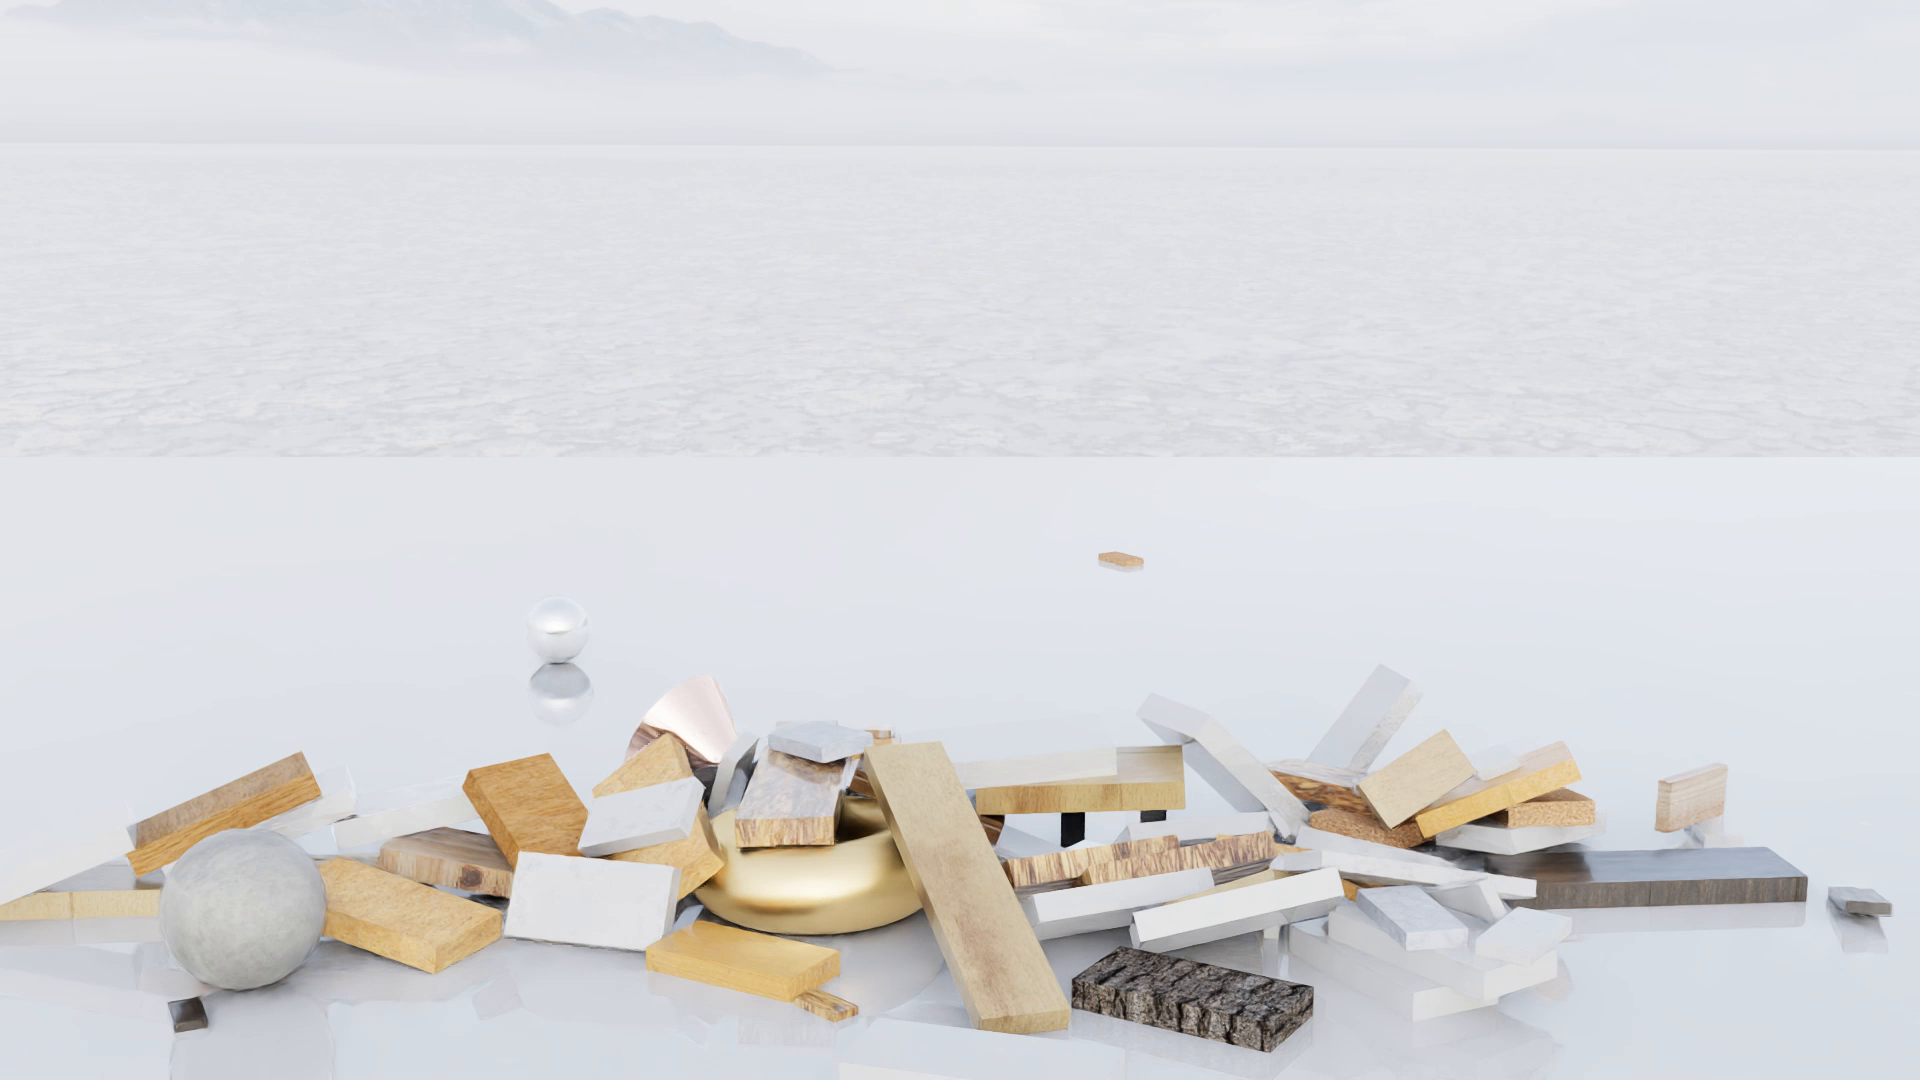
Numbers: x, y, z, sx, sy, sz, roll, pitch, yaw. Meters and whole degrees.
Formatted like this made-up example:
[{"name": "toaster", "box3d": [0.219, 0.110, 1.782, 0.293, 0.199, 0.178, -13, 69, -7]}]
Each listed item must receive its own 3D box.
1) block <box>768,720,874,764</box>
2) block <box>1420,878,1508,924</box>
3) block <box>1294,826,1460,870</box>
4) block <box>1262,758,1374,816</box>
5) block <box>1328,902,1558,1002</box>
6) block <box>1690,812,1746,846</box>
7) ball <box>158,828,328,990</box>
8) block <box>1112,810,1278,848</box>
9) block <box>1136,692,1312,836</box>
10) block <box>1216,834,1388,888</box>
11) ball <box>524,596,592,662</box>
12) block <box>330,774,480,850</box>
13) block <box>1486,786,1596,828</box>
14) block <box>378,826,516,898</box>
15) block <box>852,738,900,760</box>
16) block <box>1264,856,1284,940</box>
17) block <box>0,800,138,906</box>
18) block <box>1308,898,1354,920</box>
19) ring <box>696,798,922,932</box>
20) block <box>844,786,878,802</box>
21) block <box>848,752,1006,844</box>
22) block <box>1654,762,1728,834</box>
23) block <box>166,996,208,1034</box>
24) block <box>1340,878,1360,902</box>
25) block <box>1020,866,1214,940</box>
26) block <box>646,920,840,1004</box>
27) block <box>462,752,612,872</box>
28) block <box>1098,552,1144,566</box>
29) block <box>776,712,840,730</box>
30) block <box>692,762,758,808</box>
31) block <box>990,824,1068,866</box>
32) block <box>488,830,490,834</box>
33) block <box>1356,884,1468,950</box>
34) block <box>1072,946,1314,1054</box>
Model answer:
[{"name": "block", "box3d": [-0.247, 0.354, 3.874, 0.102, 0.029, 0.204, -13, 9, -31]}, {"name": "block", "box3d": [0.763, 0.564, 3.347, 0.023, 0.082, 0.165, -24, -2, -30]}, {"name": "block", "box3d": [0.708, 0.539, 3.683, 0.263, 0.037, 0.131, 9, -15, 39]}, {"name": "block", "box3d": [0.683, 0.449, 4.001, 0.282, 0.040, 0.141, 9, 7, 41]}, {"name": "block", "box3d": [0.713, 0.598, 3.265, 0.154, 0.044, 0.309, -7, 13, -34]}, {"name": "block", "box3d": [1.366, 0.522, 3.981, 0.070, 0.020, 0.140, 1, 11, 4]}, {"name": "ball", "box3d": [-1.061, 0.545, 3.258, 0.238, 0.238, 0.238, 0, 11, 0]}, {"name": "block", "box3d": [0.396, 0.516, 3.765, 0.263, 0.037, 0.131, -3, -27, -16]}, {"name": "block", "box3d": [0.478, 0.408, 3.898, 0.351, 0.050, 0.175, 43, -14, -29]}, {"name": "block", "box3d": [0.570, 0.542, 3.670, 0.263, 0.037, 0.131, 6, -15, 31]}, {"name": "ball", "box3d": [-0.964, 0.213, 5.261, 0.160, 0.160, 0.160, 0, 11, 0]}, {"name": "block", "box3d": [-0.904, 0.451, 3.735, 0.319, 0.045, 0.159, -11, 9, -18]}, {"name": "block", "box3d": [1.001, 0.463, 3.903, 0.151, 0.043, 0.301, -1, 2, -3]}, {"name": "block", "box3d": [-0.789, 0.539, 3.665, 0.319, 0.045, 0.159, 10, 10, 1]}, {"name": "block", "box3d": [-0.158, 0.426, 4.498, 0.141, 0.020, 0.071, -3, 11, -13]}, {"name": "block", "box3d": [0.507, 0.573, 3.536, 0.023, 0.082, 0.165, 2, 11, 12]}, {"name": "block", "box3d": [-1.492, 0.521, 3.545, 0.313, 0.044, 0.157, -23, 16, -15]}, {"name": "block", "box3d": [0.592, 0.586, 3.519, 0.109, 0.015, 0.054, -5, 12, -26]}, {"name": "ring", "box3d": [-0.235, 0.529, 3.614, 0.428, 0.143, 0.428, 0, 9, 0]}, {"name": "block", "box3d": [-0.138, 0.495, 3.917, 0.268, 0.038, 0.134, 11, 15, 1]}, {"name": "block", "box3d": [-0.053, 0.438, 3.790, 0.268, 0.038, 0.134, 20, 12, 0]}, {"name": "block", "box3d": [1.322, 0.465, 3.974, 0.186, 0.093, 0.026, -8, 14, -40]}, {"name": "block", "box3d": [-1.107, 0.680, 3.149, 0.045, 0.013, 0.091, -5, 12, -25]}, {"name": "block", "box3d": [0.660, 0.575, 3.473, 0.165, 0.023, 0.082, 26, -3, -23]}, {"name": "block", "box3d": [0.228, 0.573, 3.434, 0.308, 0.044, 0.154, -5, -21, -24]}, {"name": "block", "box3d": [-0.328, 0.635, 3.324, 0.263, 0.037, 0.131, 6, 12, 29]}, {"name": "block", "box3d": [-0.671, 0.489, 3.602, 0.155, 0.044, 0.310, -9, 49, -44]}, {"name": "block", "box3d": [0.475, 0.056, 6.494, 0.066, 0.019, 0.131, -7, 13, -33]}, {"name": "block", "box3d": [-0.326, 0.388, 4.707, 0.131, 0.019, 0.066, 0, 11, -1]}, {"name": "block", "box3d": [-0.477, 0.462, 4.007, 0.325, 0.046, 0.162, -4, -23, -22]}, {"name": "block", "box3d": [0.045, 0.524, 3.781, 0.268, 0.038, 0.134, 18, 16, 29]}, {"name": "block", "box3d": [-0.630, 0.512, 3.779, 0.319, 0.045, 0.159, 8, -6, 22]}, {"name": "block", "box3d": [0.671, 0.561, 3.273, 0.095, 0.027, 0.191, -2, 11, -11]}, {"name": "block", "box3d": [0.335, 0.660, 3.173, 0.310, 0.044, 0.155, 6, 12, 31]}]
